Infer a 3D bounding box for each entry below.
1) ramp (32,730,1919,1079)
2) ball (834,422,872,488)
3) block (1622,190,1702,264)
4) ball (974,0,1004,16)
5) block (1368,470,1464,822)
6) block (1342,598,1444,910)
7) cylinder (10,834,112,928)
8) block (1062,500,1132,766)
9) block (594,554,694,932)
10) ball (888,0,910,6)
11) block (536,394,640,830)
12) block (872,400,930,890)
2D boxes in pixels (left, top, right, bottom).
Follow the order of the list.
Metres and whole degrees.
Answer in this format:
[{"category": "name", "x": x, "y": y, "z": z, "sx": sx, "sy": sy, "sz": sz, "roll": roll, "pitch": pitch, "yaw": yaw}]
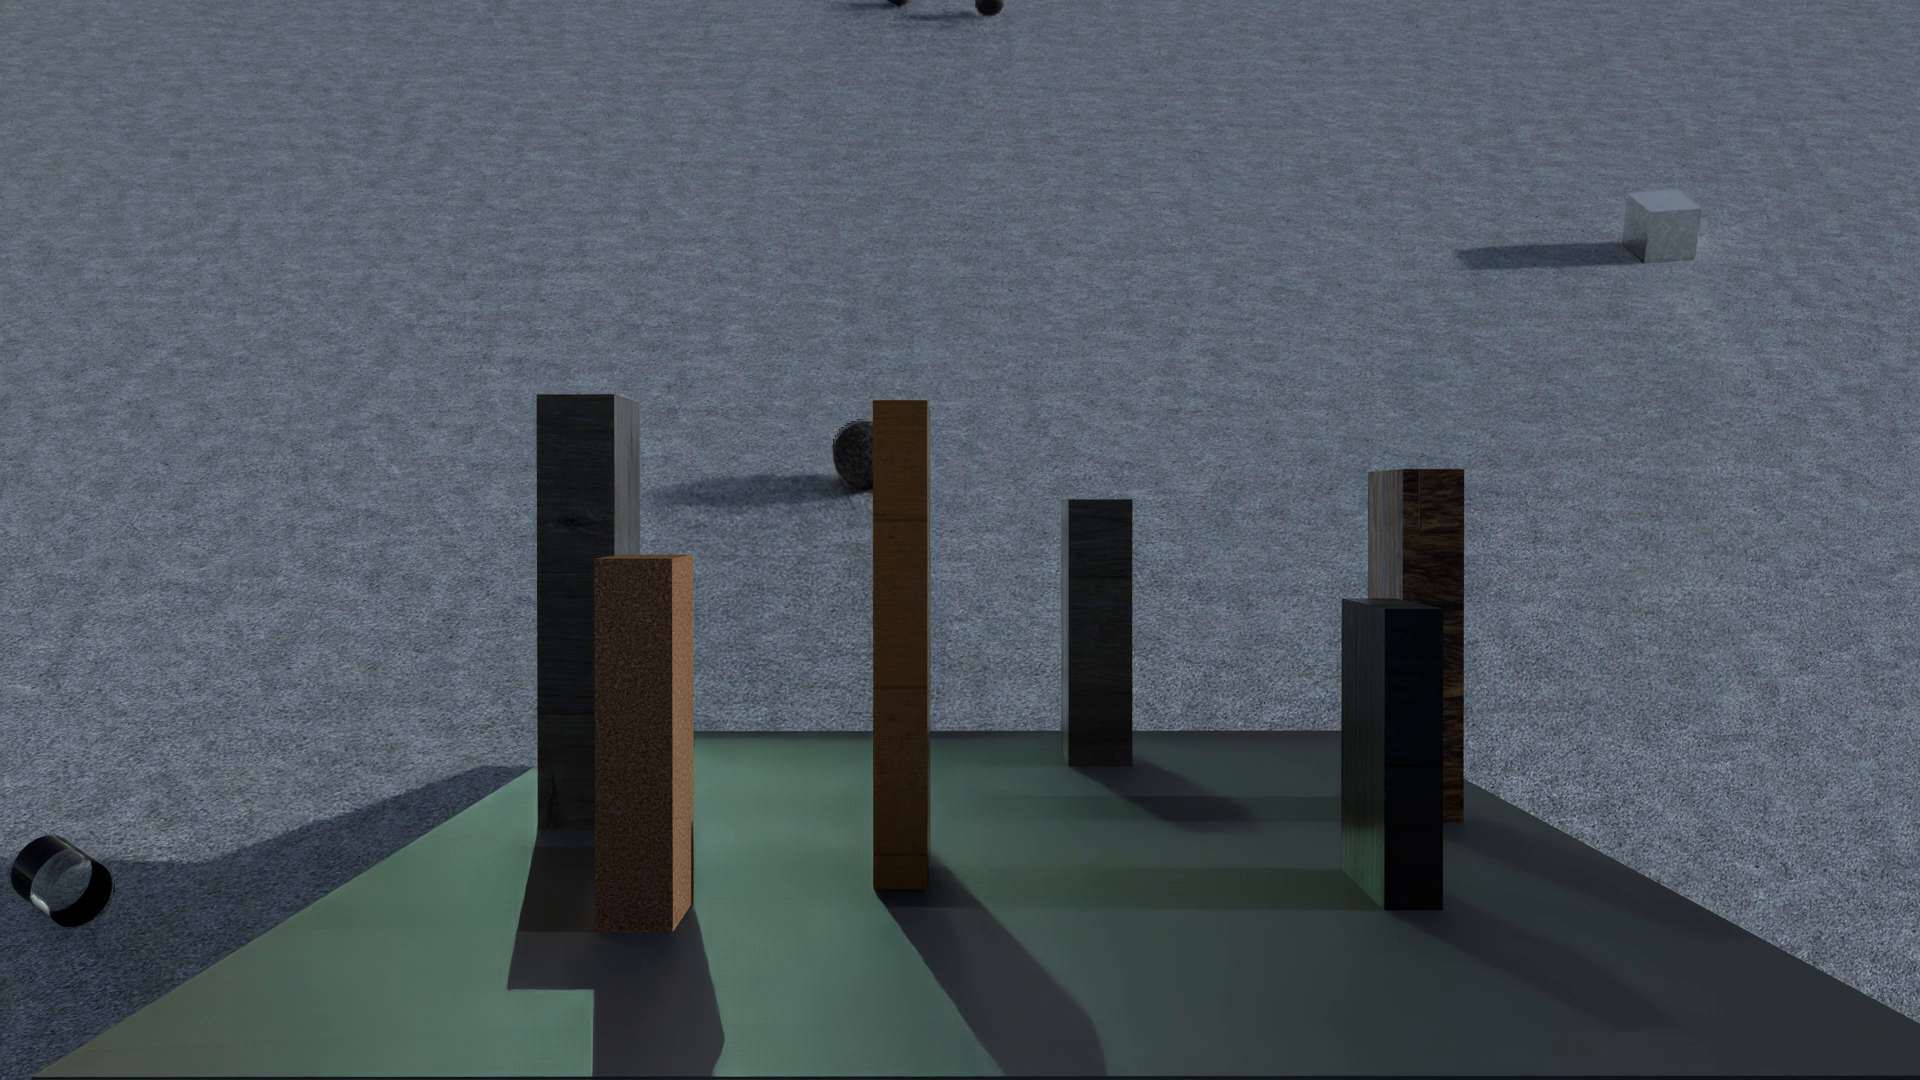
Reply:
[{"category": "ramp", "x": 0.063, "y": 0.564, "z": 4.603, "sx": 2.000, "sy": 0.100, "sz": 4.000, "roll": 0, "pitch": 1, "yaw": 0}, {"category": "ball", "x": -0.287, "y": -0.262, "z": 7.991, "sx": 0.209, "sy": 0.209, "sz": 0.209, "roll": 0, "pitch": 28, "yaw": 0}, {"category": "block", "x": 2.644, "y": -1.183, "z": 9.741, "sx": 0.205, "sy": 0.205, "sz": 0.205, "roll": -5, "pitch": 28, "yaw": -10}, {"category": "ball", "x": 0.143, "y": -2.614, "z": 12.523, "sx": 0.142, "sy": 0.142, "sz": 0.142, "roll": 0, "pitch": 28, "yaw": 0}, {"category": "block", "x": 0.858, "y": 0.189, "z": 4.882, "sx": 0.111, "sy": 0.641, "sz": 0.397, "roll": 0, "pitch": 1, "yaw": 0}, {"category": "block", "x": 0.644, "y": 0.309, "z": 3.872, "sx": 0.083, "sy": 0.429, "sz": 0.410, "roll": 0, "pitch": 1, "yaw": 0}, {"category": "cylinder", "x": -2.099, "y": 0.796, "z": 6.034, "sx": 0.164, "sy": 0.164, "sz": 0.164, "roll": 23, "pitch": 35, "yaw": 36}, {"category": "block", "x": 0.310, "y": 0.202, "z": 5.904, "sx": 0.141, "sy": 0.589, "sz": 0.411, "roll": 0, "pitch": 1, "yaw": 0}, {"category": "block", "x": -0.440, "y": 0.275, "z": 3.620, "sx": 0.105, "sy": 0.504, "sz": 0.276, "roll": 0, "pitch": 1, "yaw": 0}, {"category": "ball", "x": -0.300, "y": -2.680, "z": 12.664, "sx": 0.126, "sy": 0.126, "sz": 0.126, "roll": 0, "pitch": 28, "yaw": 0}, {"category": "block", "x": -0.682, "y": 0.126, "z": 4.766, "sx": 0.138, "sy": 0.773, "sz": 0.366, "roll": 0, "pitch": 1, "yaw": 0}, {"category": "block", "x": -0.090, "y": 0.154, "z": 4.090, "sx": 0.081, "sy": 0.733, "sz": 0.449, "roll": 0, "pitch": 1, "yaw": 0}]
